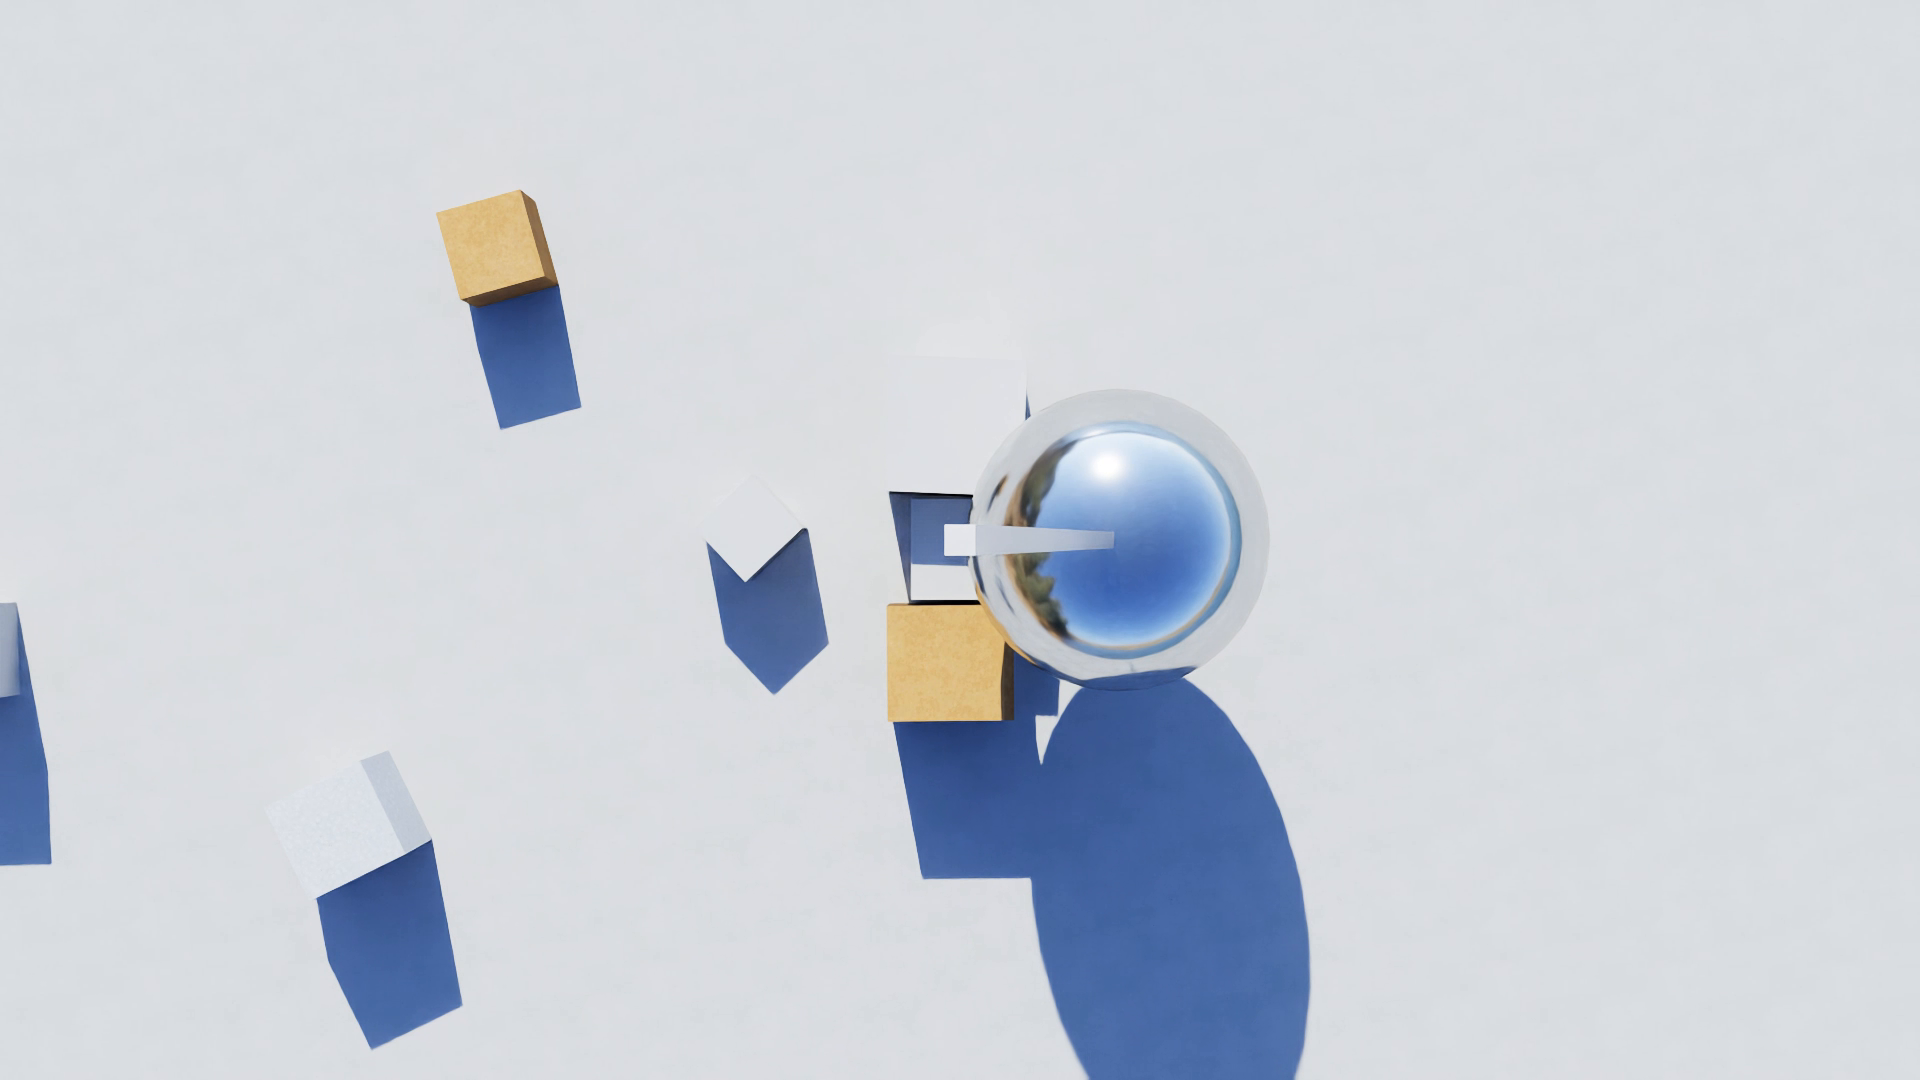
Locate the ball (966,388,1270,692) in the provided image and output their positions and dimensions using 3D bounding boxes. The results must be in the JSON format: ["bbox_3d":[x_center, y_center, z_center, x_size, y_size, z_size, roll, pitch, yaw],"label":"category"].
[{"bbox_3d":[0.830,0.000,11.599,1.600,1.600,1.600,0,90,0],"label":"ball"}]

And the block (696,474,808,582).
[{"bbox_3d":[-1.208,-0.068,12.784,0.451,0.432,0.422,-43,90,0],"label":"block"}]

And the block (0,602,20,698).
[{"bbox_3d":[-5.855,0.651,12.683,0.578,0.635,0.546,-2,90,0],"label":"block"}]

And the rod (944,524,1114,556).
[{"bbox_3d":[0.360,0.000,8.232,0.080,5.200,0.080,0,90,8],"label":"rod"}]

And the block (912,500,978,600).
[{"bbox_3d":[0.005,0.053,12.722,0.564,0.556,0.568,0,90,0],"label":"block"}]

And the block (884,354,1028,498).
[{"bbox_3d":[-0.025,-0.635,12.593,0.766,0.814,0.755,2,90,0],"label":"block"}]

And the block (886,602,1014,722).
[{"bbox_3d":[-0.054,0.694,12.689,0.713,0.622,0.649,-1,90,0],"label":"block"}]

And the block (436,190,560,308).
[{"bbox_3d":[-2.680,-1.686,12.772,0.500,0.457,0.513,-16,90,0],"label":"block"}]

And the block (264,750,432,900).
[{"bbox_3d":[-3.520,1.637,12.689,0.603,0.622,0.586,-26,90,0],"label":"block"}]
